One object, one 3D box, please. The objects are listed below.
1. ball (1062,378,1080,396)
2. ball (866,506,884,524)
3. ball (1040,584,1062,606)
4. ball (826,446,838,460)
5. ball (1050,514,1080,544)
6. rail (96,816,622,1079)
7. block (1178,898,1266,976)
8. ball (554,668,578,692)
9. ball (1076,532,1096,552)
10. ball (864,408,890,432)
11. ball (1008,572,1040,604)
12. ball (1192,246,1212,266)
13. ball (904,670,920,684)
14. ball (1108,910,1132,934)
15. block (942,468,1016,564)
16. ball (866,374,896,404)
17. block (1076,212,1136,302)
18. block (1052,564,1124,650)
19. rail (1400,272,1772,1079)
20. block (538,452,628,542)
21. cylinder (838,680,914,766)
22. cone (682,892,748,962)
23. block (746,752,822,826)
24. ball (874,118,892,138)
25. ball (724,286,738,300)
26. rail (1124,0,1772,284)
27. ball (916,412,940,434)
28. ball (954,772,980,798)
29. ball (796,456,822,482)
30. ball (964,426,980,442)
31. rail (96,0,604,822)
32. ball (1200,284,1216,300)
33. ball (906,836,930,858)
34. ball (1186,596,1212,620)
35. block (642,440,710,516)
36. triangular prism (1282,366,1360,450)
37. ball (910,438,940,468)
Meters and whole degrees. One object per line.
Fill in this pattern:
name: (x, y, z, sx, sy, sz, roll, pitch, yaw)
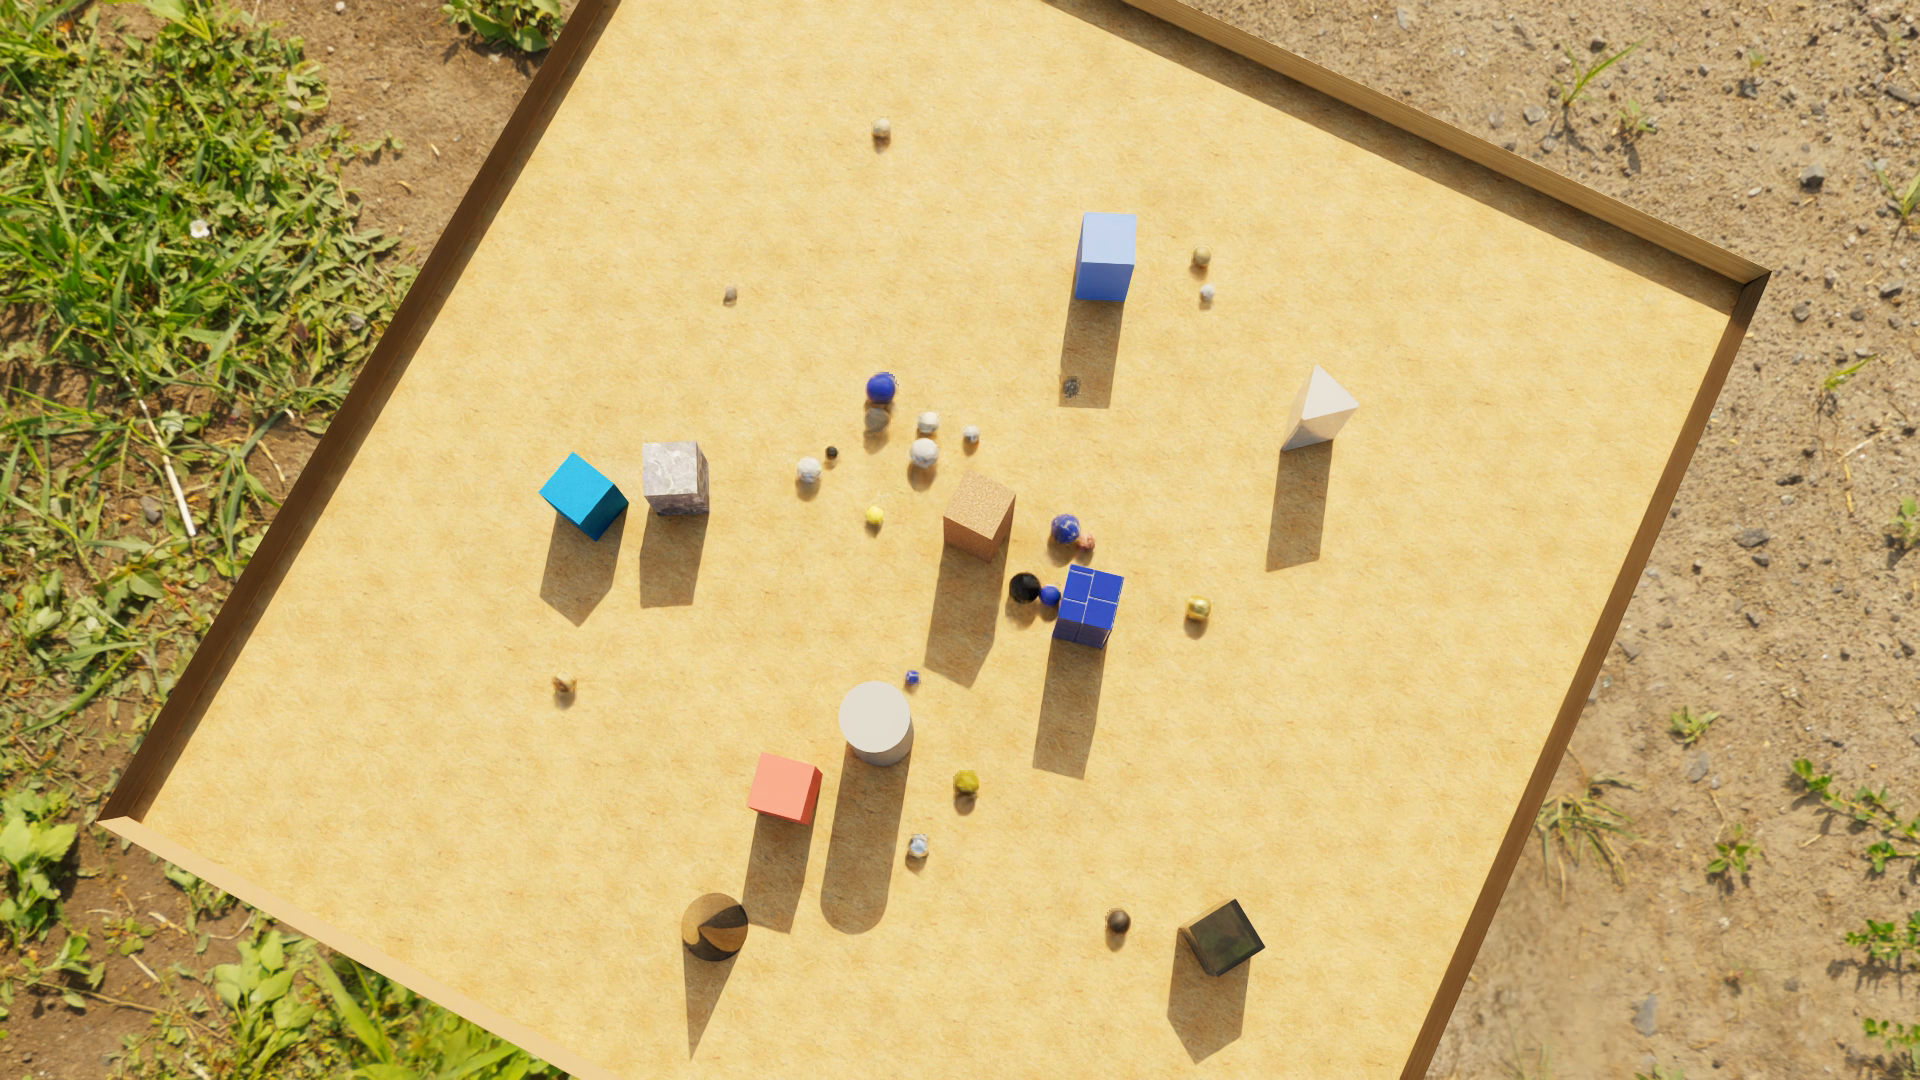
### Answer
ball: (0.345, -0.475, 5.687, 0.055, 0.055, 0.055, 0, 78, 0)
ball: (-0.261, -0.075, 5.605, 0.054, 0.054, 0.054, 0, 78, 0)
ball: (0.273, 0.168, 5.548, 0.066, 0.066, 0.066, 0, 78, 0)
ball: (-0.395, -0.270, 5.651, 0.041, 0.041, 0.041, 0, 78, 0)
ball: (0.320, -0.036, 5.577, 0.091, 0.091, 0.091, 0, 78, 0)
rail: (-0.828, 1.629, 5.213, 3.736, 0.128, 0.045, 26, 80, 5)
block: (0.749, 1.139, 5.257, 0.158, 0.243, 0.158, -30, 80, -6)
ball: (-1.182, 0.420, 5.493, 0.072, 0.072, 0.072, 0, 78, 0)
ball: (0.384, 0.006, 5.581, 0.060, 0.060, 0.060, 0, 78, 0)
ball: (-0.257, -0.370, 5.653, 0.079, 0.079, 0.079, 0, 78, 0)
ball: (0.195, 0.144, 5.536, 0.099, 0.099, 0.099, 0, 78, 0)
ball: (0.762, -0.895, 5.770, 0.063, 0.063, 0.063, 0, 78, 0)
ball: (-0.143, 0.412, 5.508, 0.045, 0.045, 0.045, 0, 78, 0)
ball: (0.465, 1.115, 5.350, 0.070, 0.070, 0.070, 0, 78, 0)
block: (0.056, -0.067, 5.443, 0.158, 0.367, 0.158, 26, 80, 5)
ball: (-0.245, -0.466, 5.664, 0.096, 0.096, 0.096, 0, 78, 0)
block: (0.445, -0.866, 5.626, 0.158, 0.333, 0.158, 3, 78, 1)
block: (0.373, 0.200, 5.384, 0.158, 0.374, 0.158, 14, 79, 3)
rail: (1.649, 0.814, 5.381, 0.045, 0.128, 3.752, 26, 80, 5)
block: (-1.129, -0.128, 5.514, 0.158, 0.254, 0.158, 37, 81, 7)
cylinder: (-0.236, 0.533, 5.268, 0.197, 0.466, 0.197, 0, 78, 0)
cone: (-0.720, 1.099, 5.202, 0.197, 0.366, 0.197, 0, 78, 0)
block: (-0.506, 0.724, 5.313, 0.158, 0.301, 0.158, 14, 79, 3)
ball: (-0.247, -1.317, 5.859, 0.060, 0.060, 0.060, 0, 78, 0)
ball: (-0.720, -0.779, 5.756, 0.043, 0.043, 0.043, 0, 78, 0)
rail: (0.828, -1.616, 5.884, 3.736, 0.128, 0.045, 26, 80, 5)
ball: (-0.098, -0.362, 5.656, 0.070, 0.070, 0.070, 0, 78, 0)
ball: (0.022, 0.724, 5.428, 0.076, 0.076, 0.076, 0, 78, 0)
ball: (-0.464, -0.216, 5.622, 0.078, 0.078, 0.078, 0, 78, 0)
ball: (0.037, -0.328, 5.658, 0.053, 0.053, 0.053, 0, 78, 0)
rail: (-1.649, -0.801, 5.716, 0.045, 0.128, 3.752, 26, 80, 5)
ball: (0.777, -0.778, 5.752, 0.050, 0.050, 0.050, 0, 78, 0)
ball: (-0.124, 0.902, 5.397, 0.065, 0.065, 0.065, 0, 78, 0)
ball: (0.723, 0.206, 5.536, 0.075, 0.075, 0.075, 0, 78, 0)
block: (-0.852, -0.183, 5.515, 0.158, 0.273, 0.158, -3, 78, -1)
triangular prism: (1.059, -0.405, 5.515, 0.171, 0.364, 0.148, -14, 79, -3)
ball: (-0.110, -0.266, 5.625, 0.092, 0.092, 0.092, 0, 78, 0)
